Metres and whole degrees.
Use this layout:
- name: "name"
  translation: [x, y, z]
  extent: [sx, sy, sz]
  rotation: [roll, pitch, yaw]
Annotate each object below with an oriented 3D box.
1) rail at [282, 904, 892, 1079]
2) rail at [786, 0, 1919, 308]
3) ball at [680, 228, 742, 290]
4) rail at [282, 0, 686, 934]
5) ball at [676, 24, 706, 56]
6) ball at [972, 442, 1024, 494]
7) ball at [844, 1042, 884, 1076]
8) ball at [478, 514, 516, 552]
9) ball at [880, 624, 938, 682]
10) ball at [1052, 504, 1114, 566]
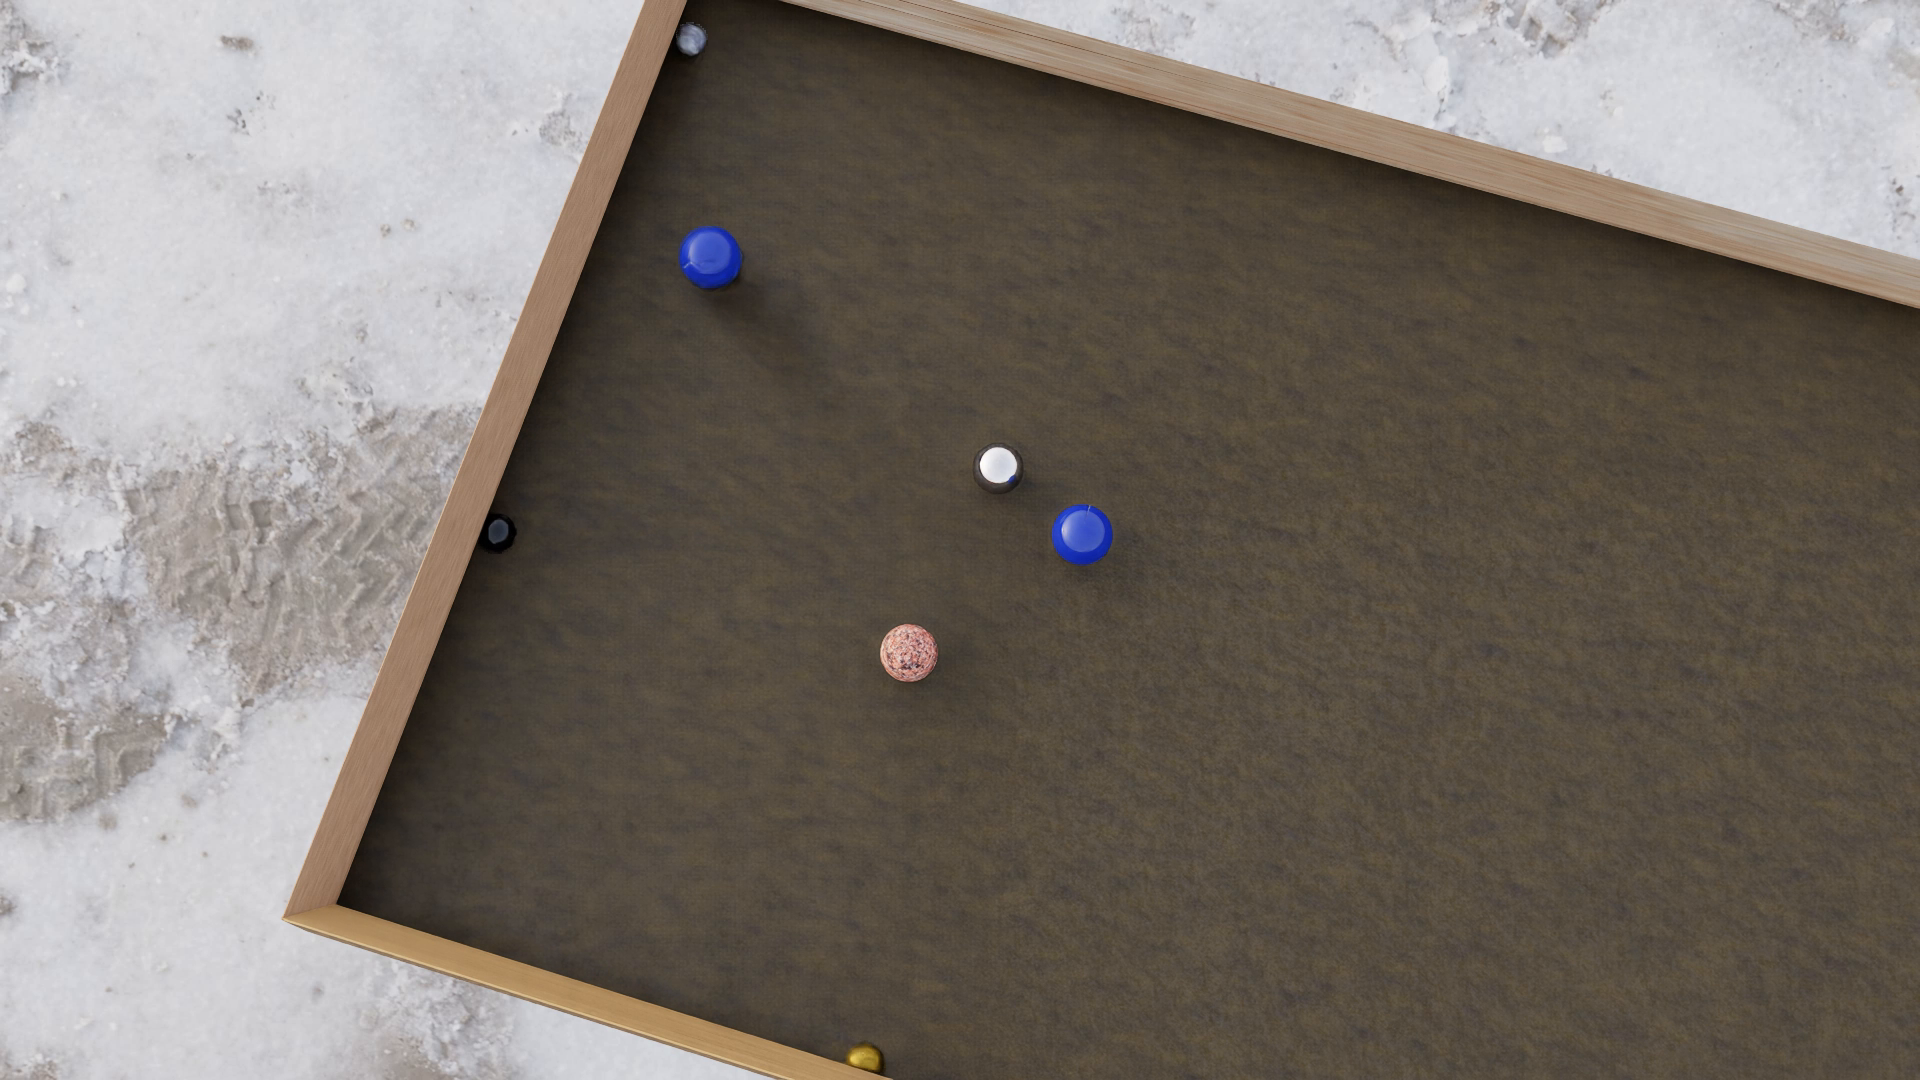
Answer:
- name: "rail"
  translation: [0.476, 0.953, 3.058]
  extent: [2.998, 0.129, 0.045]
  rotation: [16, 73, 5]
- name: "rail"
  translation: [0.958, -0.552, 3.531]
  extent: [2.998, 0.129, 0.045]
  rotation: [16, 73, 5]
- name: "ball"
  translation: [-0.398, -0.450, 3.516]
  extent: [0.099, 0.099, 0.099]
  rotation: [0, 73, 0]
- name: "rail"
  translation: [-0.694, -0.210, 3.424]
  extent: [0.045, 0.129, 1.697]
  rotation: [16, 73, 5]
- name: "ball"
  translation: [-0.448, -0.832, 3.662]
  extent: [0.050, 0.050, 0.050]
  rotation: [0, 73, 0]
- name: "ball"
  translation: [0.059, -0.111, 3.419]
  extent: [0.081, 0.081, 0.081]
  rotation: [0, 73, 0]
- name: "ball"
  translation: [-0.137, 0.752, 3.160]
  extent: [0.057, 0.057, 0.057]
  rotation: [0, 73, 0]
- name: "ball"
  translation: [-0.716, -0.011, 3.399]
  extent: [0.059, 0.059, 0.059]
  rotation: [0, 73, 0]
- name: "ball"
  translation: [-0.077, 0.171, 3.327]
  extent: [0.088, 0.088, 0.088]
  rotation: [0, 73, 0]
- name: "ball"
  translation: [0.188, -0.008, 3.379]
  extent: [0.094, 0.094, 0.094]
  rotation: [0, 73, 0]
